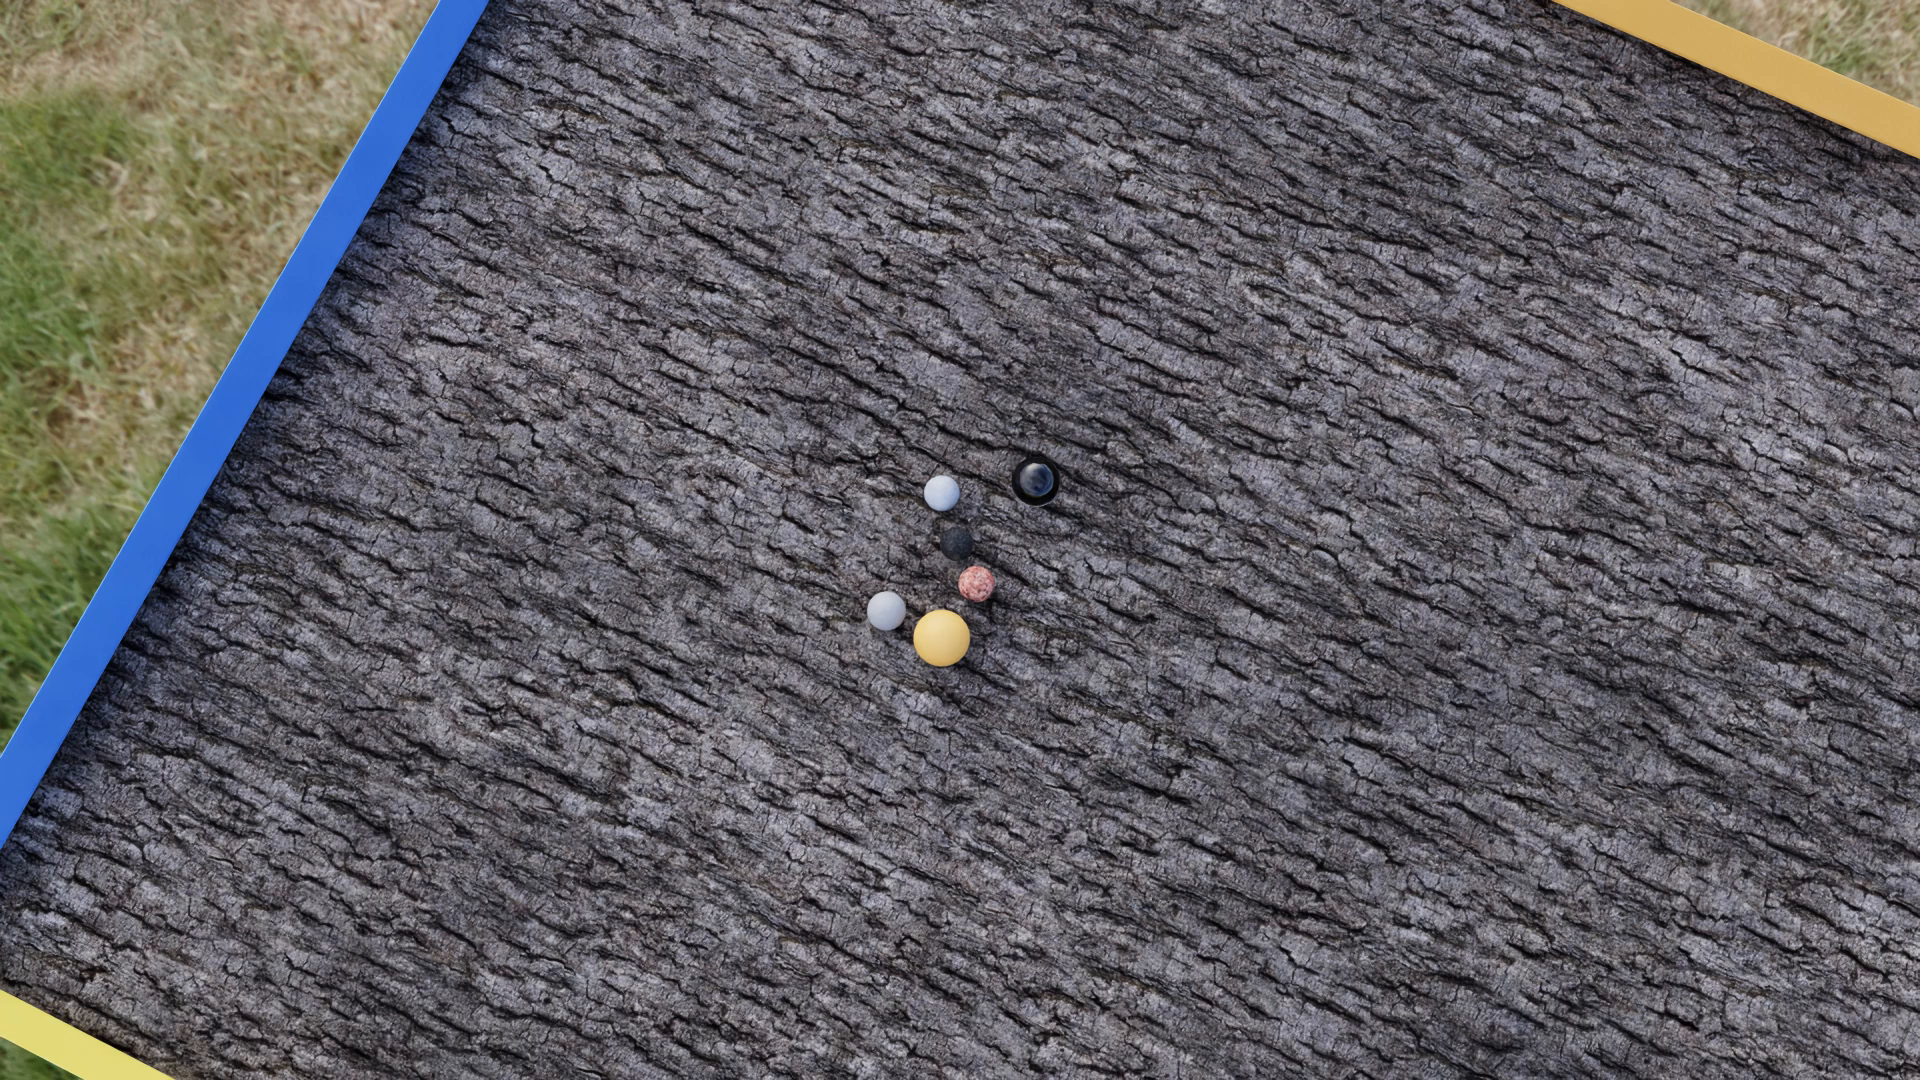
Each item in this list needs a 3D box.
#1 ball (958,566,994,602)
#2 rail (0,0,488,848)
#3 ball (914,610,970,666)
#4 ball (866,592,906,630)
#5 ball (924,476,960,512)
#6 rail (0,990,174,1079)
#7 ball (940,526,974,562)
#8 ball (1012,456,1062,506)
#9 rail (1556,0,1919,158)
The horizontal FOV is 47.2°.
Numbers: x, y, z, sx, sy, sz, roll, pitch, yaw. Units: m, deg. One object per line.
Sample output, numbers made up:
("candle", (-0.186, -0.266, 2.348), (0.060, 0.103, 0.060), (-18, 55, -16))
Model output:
("ball", (0.025, 0.066, 3.310), (0.055, 0.055, 0.055), (0, 77, 0))
("rail", (-0.969, -0.461, 3.401), (0.045, 0.110, 2.485), (25, 78, 6))
("ball", (-0.027, 0.146, 3.276), (0.085, 0.085, 0.085), (0, 77, 0))
("ball", (-0.110, 0.107, 3.298), (0.059, 0.059, 0.059), (0, 77, 0))
("ball", (-0.027, -0.071, 3.341), (0.055, 0.055, 0.055), (0, 77, 0))
("rail", (0.461, 1.530, 2.946), (4.398, 0.110, 0.045), (25, 78, 6))
("ball", (-0.005, 0.006, 3.325), (0.052, 0.052, 0.052), (0, 77, 0))
("ball", (0.116, -0.088, 3.334), (0.076, 0.076, 0.076), (0, 77, 0))
("rail", (1.520, -0.610, 3.435), (4.398, 0.110, 0.045), (25, 78, 6))
